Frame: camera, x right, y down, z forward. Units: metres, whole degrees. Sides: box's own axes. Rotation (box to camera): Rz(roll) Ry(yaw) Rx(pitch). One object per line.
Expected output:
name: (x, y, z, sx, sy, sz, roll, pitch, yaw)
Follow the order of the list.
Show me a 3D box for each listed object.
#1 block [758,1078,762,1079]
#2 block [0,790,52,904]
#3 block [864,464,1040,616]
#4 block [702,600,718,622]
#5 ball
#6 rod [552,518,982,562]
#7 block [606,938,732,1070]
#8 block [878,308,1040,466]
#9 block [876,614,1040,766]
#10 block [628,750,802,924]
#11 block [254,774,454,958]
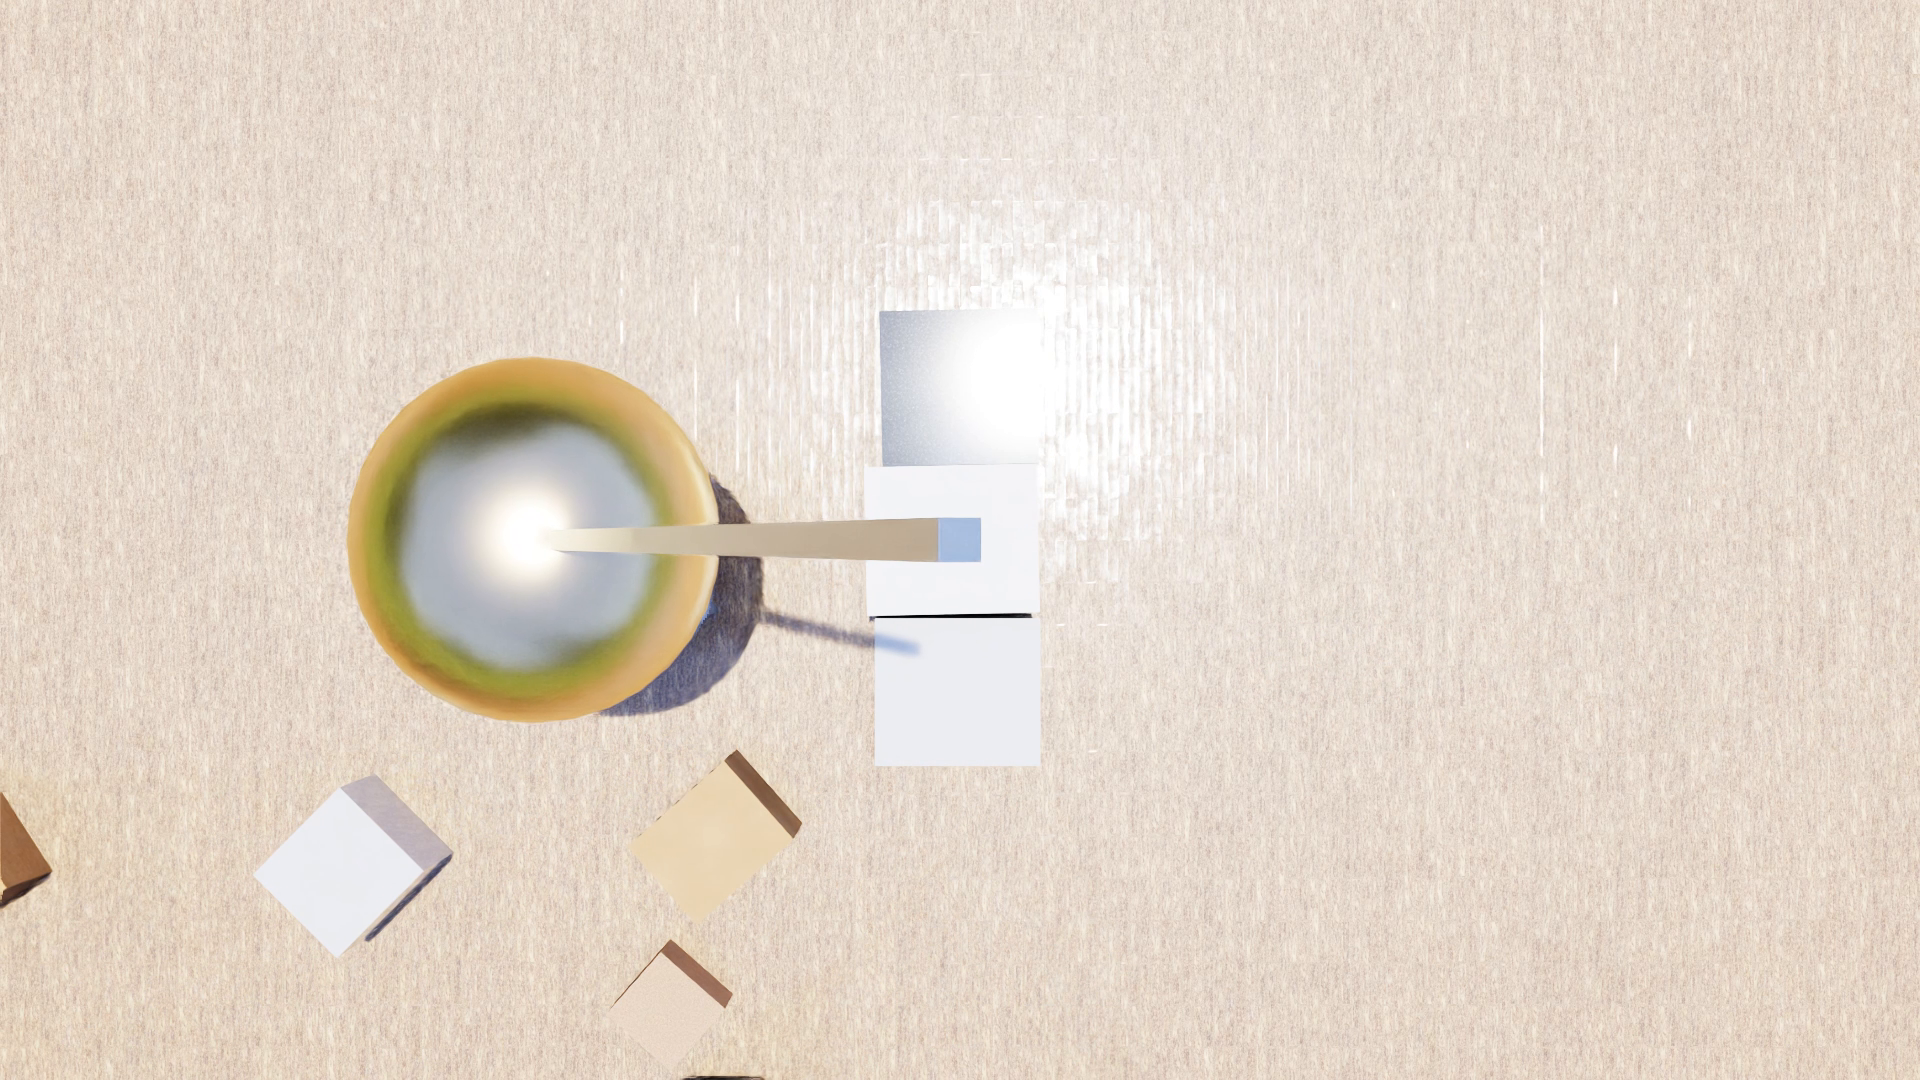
block: (-1.378, 3.433, 12.657, 0.514, 0.516, 0.439, 0, 102, -11)
block: (-5.908, 1.851, 12.683, 0.800, 0.633, 0.771, -33, 90, 0)
block: (-0.044, -0.002, 12.524, 0.947, 0.953, 0.814, -1, 90, 0)
block: (-1.908, 0.347, 12.663, 0.746, 0.674, 0.629, -31, 90, 0)
ball: (-1.848, 0.000, 9.594, 1.600, 1.600, 1.600, 0, 90, 0)
rod: (-0.801, 0.000, 6.359, 0.080, 5.200, 0.080, 0, 90, -18)
block: (-1.683, 2.697, 12.785, 0.493, 0.430, 0.474, 41, 90, 0)
block: (-0.005, -0.844, 12.559, 0.865, 0.883, 0.857, -1, 90, 0)
block: (-0.013, 0.845, 12.608, 0.919, 0.785, 0.820, 0, 90, 0)
block: (-1.395, 1.693, 12.645, 0.722, 0.711, 0.585, -42, 90, 0)
block: (-3.466, 1.855, 12.627, 0.662, 0.745, 0.686, 45, 90, 0)
